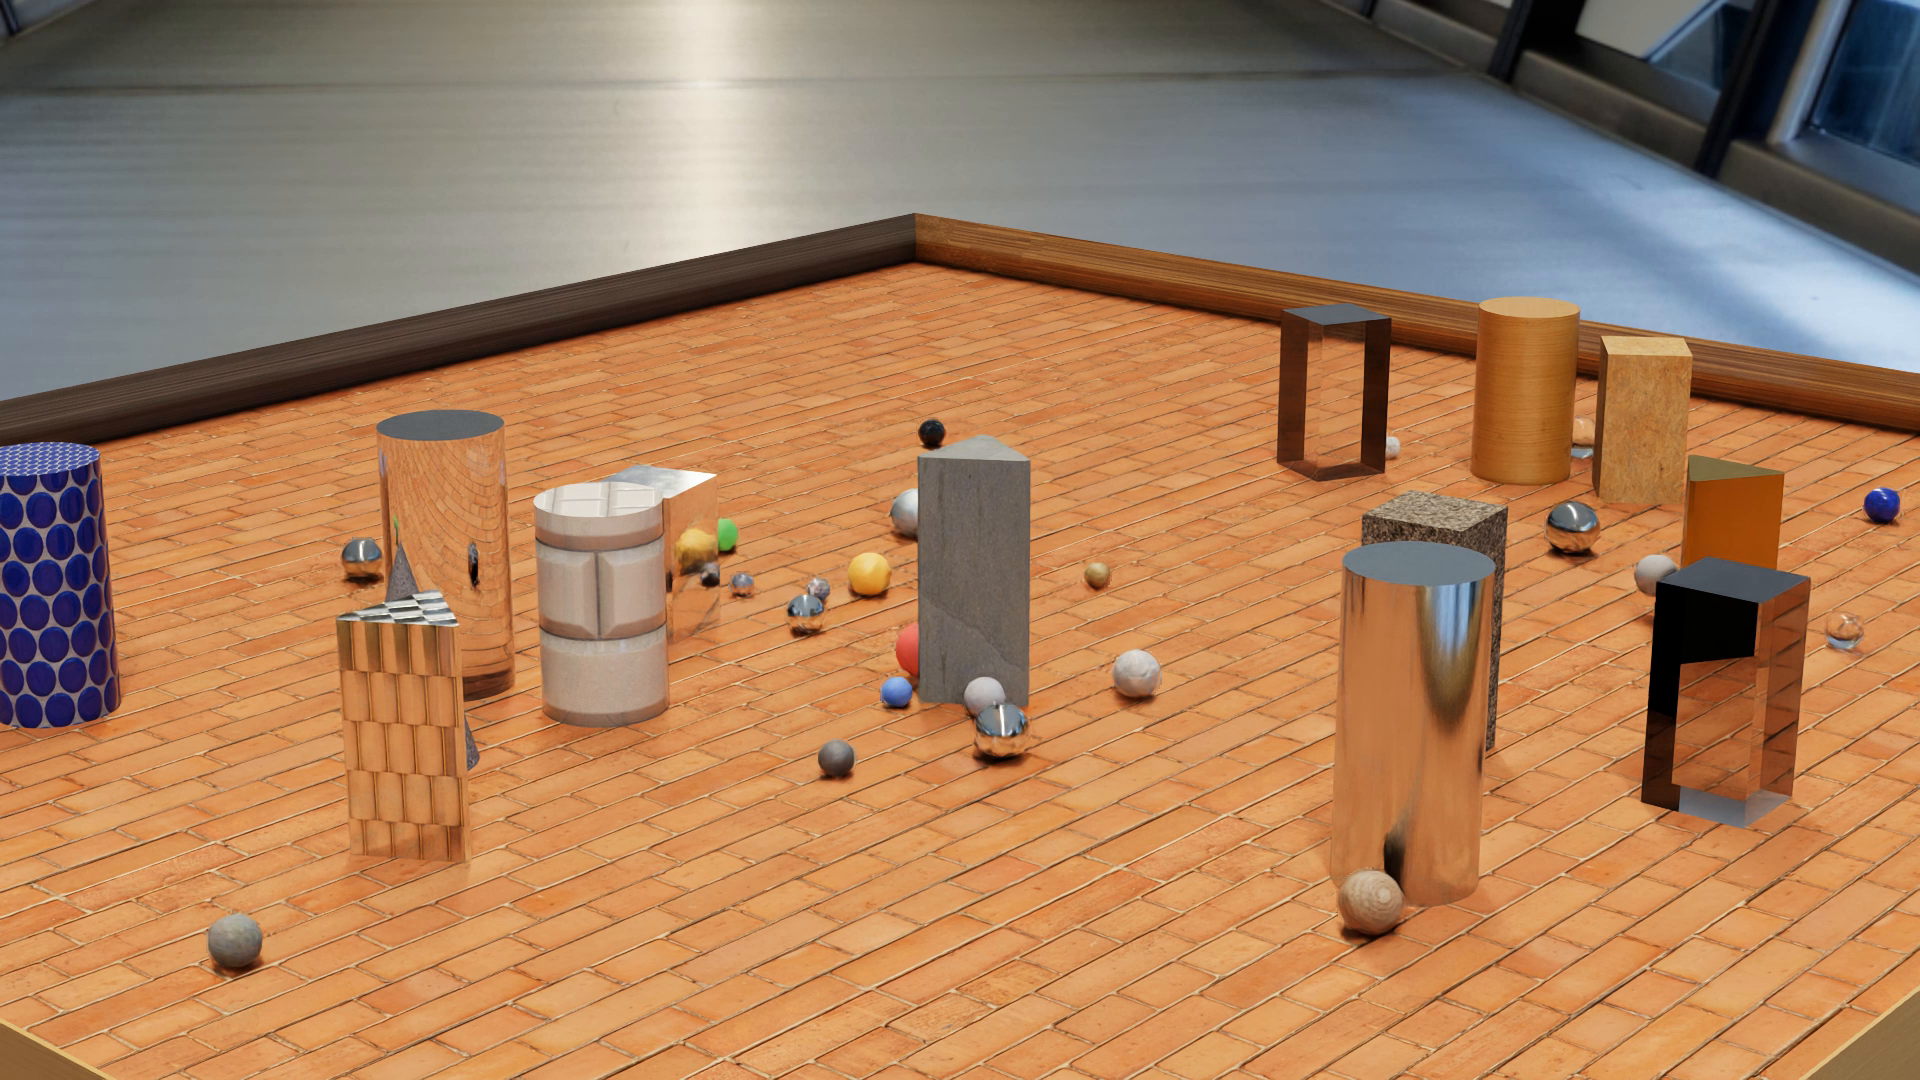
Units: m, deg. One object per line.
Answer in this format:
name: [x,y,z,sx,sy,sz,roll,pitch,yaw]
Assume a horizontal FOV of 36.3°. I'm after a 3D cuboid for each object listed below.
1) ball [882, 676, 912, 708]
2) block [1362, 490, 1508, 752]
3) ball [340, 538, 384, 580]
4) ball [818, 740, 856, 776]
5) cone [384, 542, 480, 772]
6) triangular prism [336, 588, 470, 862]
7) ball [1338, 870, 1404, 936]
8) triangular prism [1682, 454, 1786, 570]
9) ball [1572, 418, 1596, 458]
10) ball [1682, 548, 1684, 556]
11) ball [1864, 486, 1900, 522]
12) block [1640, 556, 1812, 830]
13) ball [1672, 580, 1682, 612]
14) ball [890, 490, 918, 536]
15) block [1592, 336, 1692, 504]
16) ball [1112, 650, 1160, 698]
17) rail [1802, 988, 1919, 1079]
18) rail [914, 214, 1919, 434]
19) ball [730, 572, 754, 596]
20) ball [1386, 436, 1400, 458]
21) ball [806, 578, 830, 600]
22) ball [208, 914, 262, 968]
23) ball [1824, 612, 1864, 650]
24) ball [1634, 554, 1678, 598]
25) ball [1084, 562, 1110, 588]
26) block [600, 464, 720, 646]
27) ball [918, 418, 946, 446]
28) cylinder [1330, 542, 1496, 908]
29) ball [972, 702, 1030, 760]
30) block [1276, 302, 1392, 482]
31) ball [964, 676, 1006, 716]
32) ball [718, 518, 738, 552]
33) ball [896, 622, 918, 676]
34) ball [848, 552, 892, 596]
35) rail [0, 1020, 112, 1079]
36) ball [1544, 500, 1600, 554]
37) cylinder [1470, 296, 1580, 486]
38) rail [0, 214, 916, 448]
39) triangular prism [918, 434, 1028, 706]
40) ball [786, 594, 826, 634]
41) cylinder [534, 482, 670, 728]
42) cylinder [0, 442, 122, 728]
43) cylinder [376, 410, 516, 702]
ball: [-0.098,0.237,4.582,0.048,0.048,0.048,0,17,0]
block: [0.696,0.137,4.346,0.158,0.377,0.158,11,20,33]
ball: [-1.062,0.034,5.209,0.075,0.075,0.075,0,17,0]
ball: [-0.181,0.320,4.298,0.054,0.054,0.054,0,17,0]
cone: [-0.814,0.163,4.313,0.198,0.345,0.198,0,17,0]
triangular prism: [-0.739,0.251,4.031,0.171,0.340,0.148,3,17,10]
ball: [0.527,0.465,3.763,0.084,0.084,0.084,0,17,0]
triangular prism: [1.242,0.020,4.870,0.171,0.298,0.148,-5,18,-17]
ball: [1.272,-0.210,6.003,0.084,0.084,0.084,0,17,0]
ball: [1.332,0.021,5.271,0.064,0.064,0.064,0,17,0]
ball: [1.748,-0.067,5.557,0.068,0.068,0.068,0,17,0]
block: [1.088,0.214,4.167,0.158,0.332,0.158,13,21,38]
ball: [1.253,0.098,4.995,0.077,0.077,0.077,0,17,0]
ball: [-0.085,-0.050,5.466,0.089,0.089,0.089,0,17,0]
block: [1.329,-0.235,5.721,0.158,0.295,0.158,2,17,7]
ball: [0.278,0.211,4.623,0.076,0.076,0.076,0,17,0]
rail: [1.522,0.414,3.854,0.045,0.128,4.325,14,22,39]
rail: [1.402,-0.434,6.666,4.080,0.128,0.045,14,22,39]
ball: [-0.380,0.078,5.121,0.042,0.042,0.042,0,17,0]
ball: [0.879,-0.189,6.000,0.047,0.047,0.047,0,17,0]
ball: [-0.246,0.086,5.095,0.042,0.042,0.042,0,17,0]
ball: [-0.907,0.502,3.671,0.067,0.067,0.067,0,17,0]
ball: [1.463,0.150,4.847,0.063,0.063,0.063,0,17,0]
ball: [1.182,0.061,4.973,0.074,0.074,0.074,0,17,0]
ball: [0.241,0.061,5.171,0.045,0.045,0.045,0,17,0]
block: [-0.514,0.023,4.934,0.158,0.255,0.158,8,18,24]
ball: [-0.058,-0.223,6.095,0.057,0.057,0.057,0,17,0]
cylinder: [0.597,0.242,3.881,0.198,0.443,0.198,0,17,0]
ball: [0.062,0.284,4.358,0.087,0.087,0.087,0,17,0]
block: [0.750,-0.298,5.889,0.158,0.319,0.158,-8,18,-24]
ball: [0.038,0.243,4.534,0.064,0.064,0.064,0,17,0]
ball: [-0.437,-0.009,5.376,0.062,0.062,0.062,0,17,0]
ball: [-0.059,0.175,4.677,0.088,0.088,0.088,0,17,0]
ball: [-0.158,0.060,5.122,0.077,0.077,0.077,0,17,0]
rail: [-1.402,0.498,3.574,4.080,0.128,0.045,14,22,39]
ball: [1.119,-0.022,5.356,0.099,0.099,0.099,0,17,0]
cylinder: [1.128,-0.298,5.854,0.198,0.340,0.198,0,17,0]
rail: [-1.522,-0.349,6.386,0.045,0.128,4.325,14,22,39]
triangular prism: [0.030,0.045,4.613,0.171,0.399,0.148,2,17,7]
ball: [-0.259,0.124,4.928,0.066,0.066,0.066,0,17,0]
cylinder: [-0.554,0.098,4.544,0.198,0.336,0.198,0,17,0]
cylinder: [-1.414,0.068,4.531,0.198,0.401,0.198,0,17,0]
cylinder: [-0.811,0.024,4.636,0.198,0.425,0.198,0,17,0]
